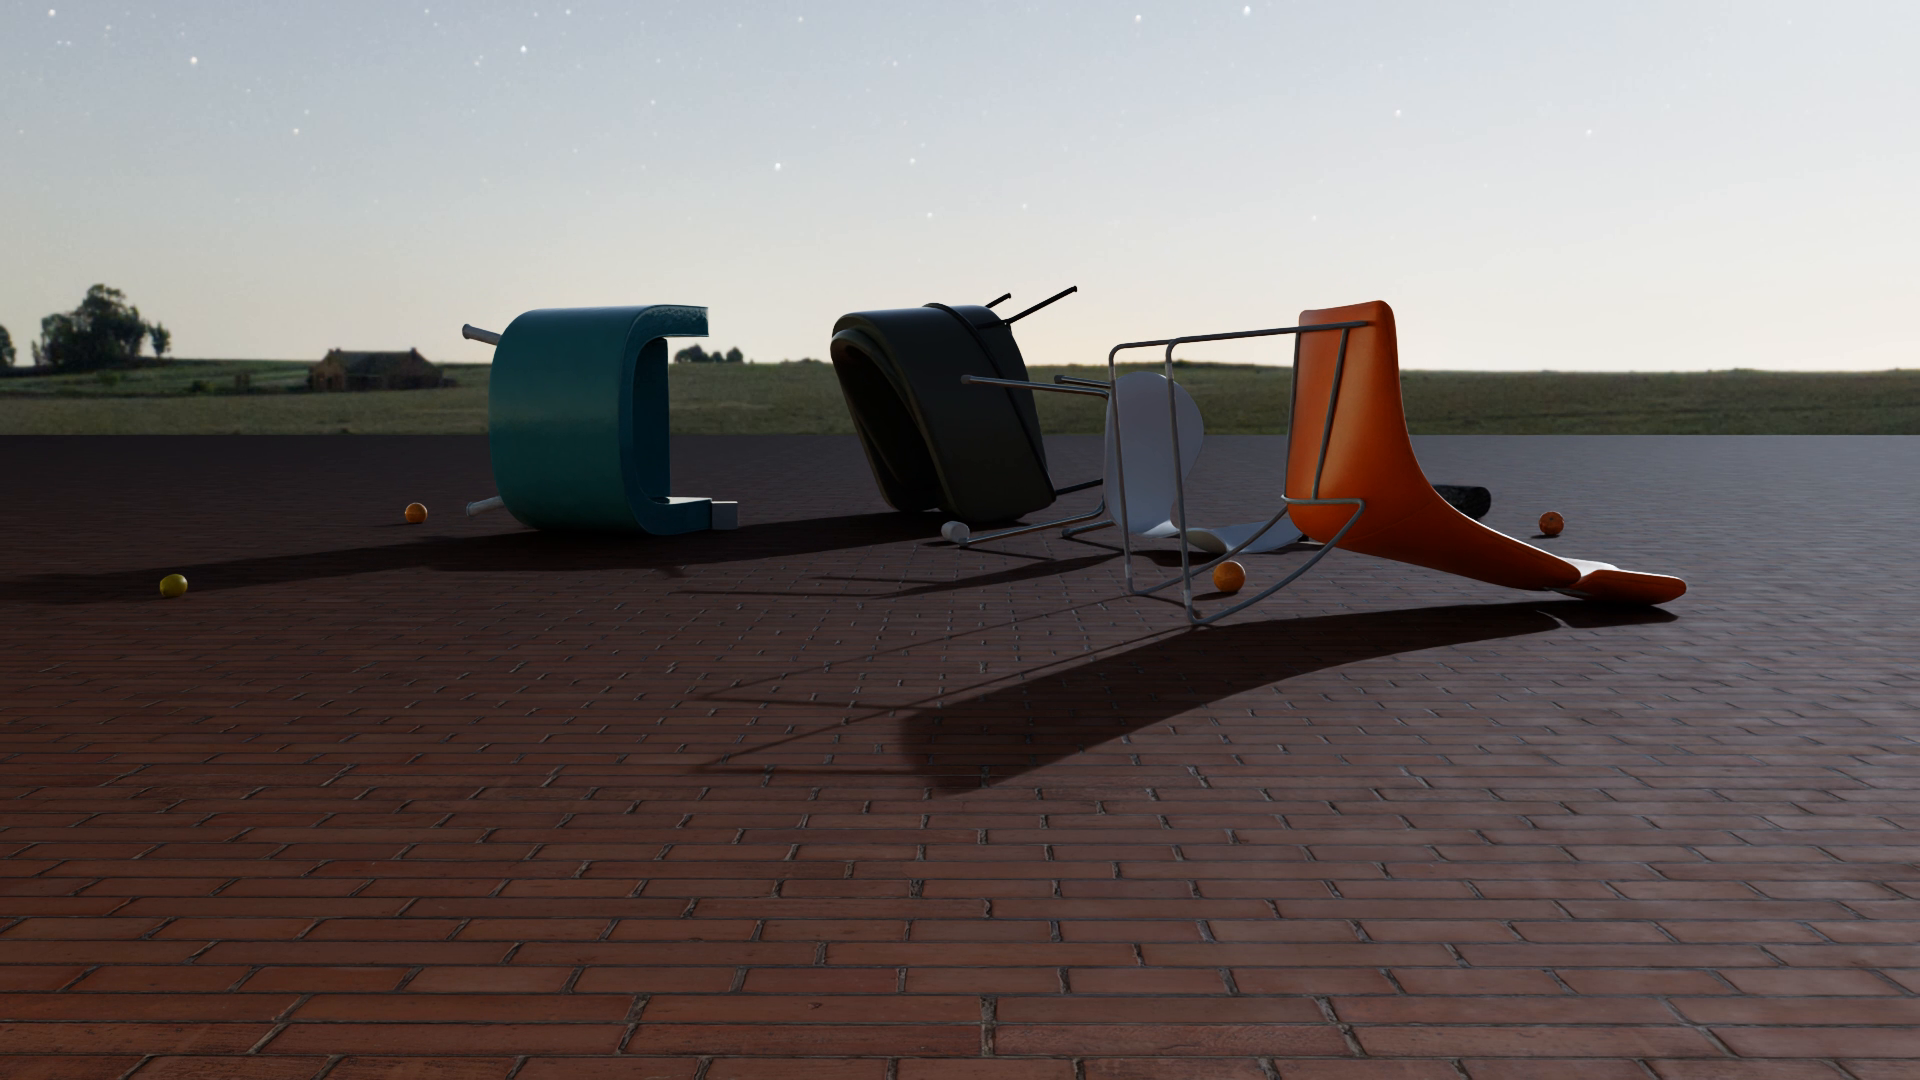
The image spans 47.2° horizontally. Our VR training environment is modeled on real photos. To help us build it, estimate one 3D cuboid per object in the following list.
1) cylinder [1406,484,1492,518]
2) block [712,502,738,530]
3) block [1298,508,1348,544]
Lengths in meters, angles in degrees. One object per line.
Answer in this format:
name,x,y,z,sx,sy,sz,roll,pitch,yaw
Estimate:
cylinder,1.713,-0.136,7.709,0.144,0.111,0.261,-16,12,-33
block,-0.756,-0.078,7.064,0.080,0.085,0.076,0,4,-6
block,1.058,-0.040,6.421,0.101,0.097,0.110,-1,4,-21
